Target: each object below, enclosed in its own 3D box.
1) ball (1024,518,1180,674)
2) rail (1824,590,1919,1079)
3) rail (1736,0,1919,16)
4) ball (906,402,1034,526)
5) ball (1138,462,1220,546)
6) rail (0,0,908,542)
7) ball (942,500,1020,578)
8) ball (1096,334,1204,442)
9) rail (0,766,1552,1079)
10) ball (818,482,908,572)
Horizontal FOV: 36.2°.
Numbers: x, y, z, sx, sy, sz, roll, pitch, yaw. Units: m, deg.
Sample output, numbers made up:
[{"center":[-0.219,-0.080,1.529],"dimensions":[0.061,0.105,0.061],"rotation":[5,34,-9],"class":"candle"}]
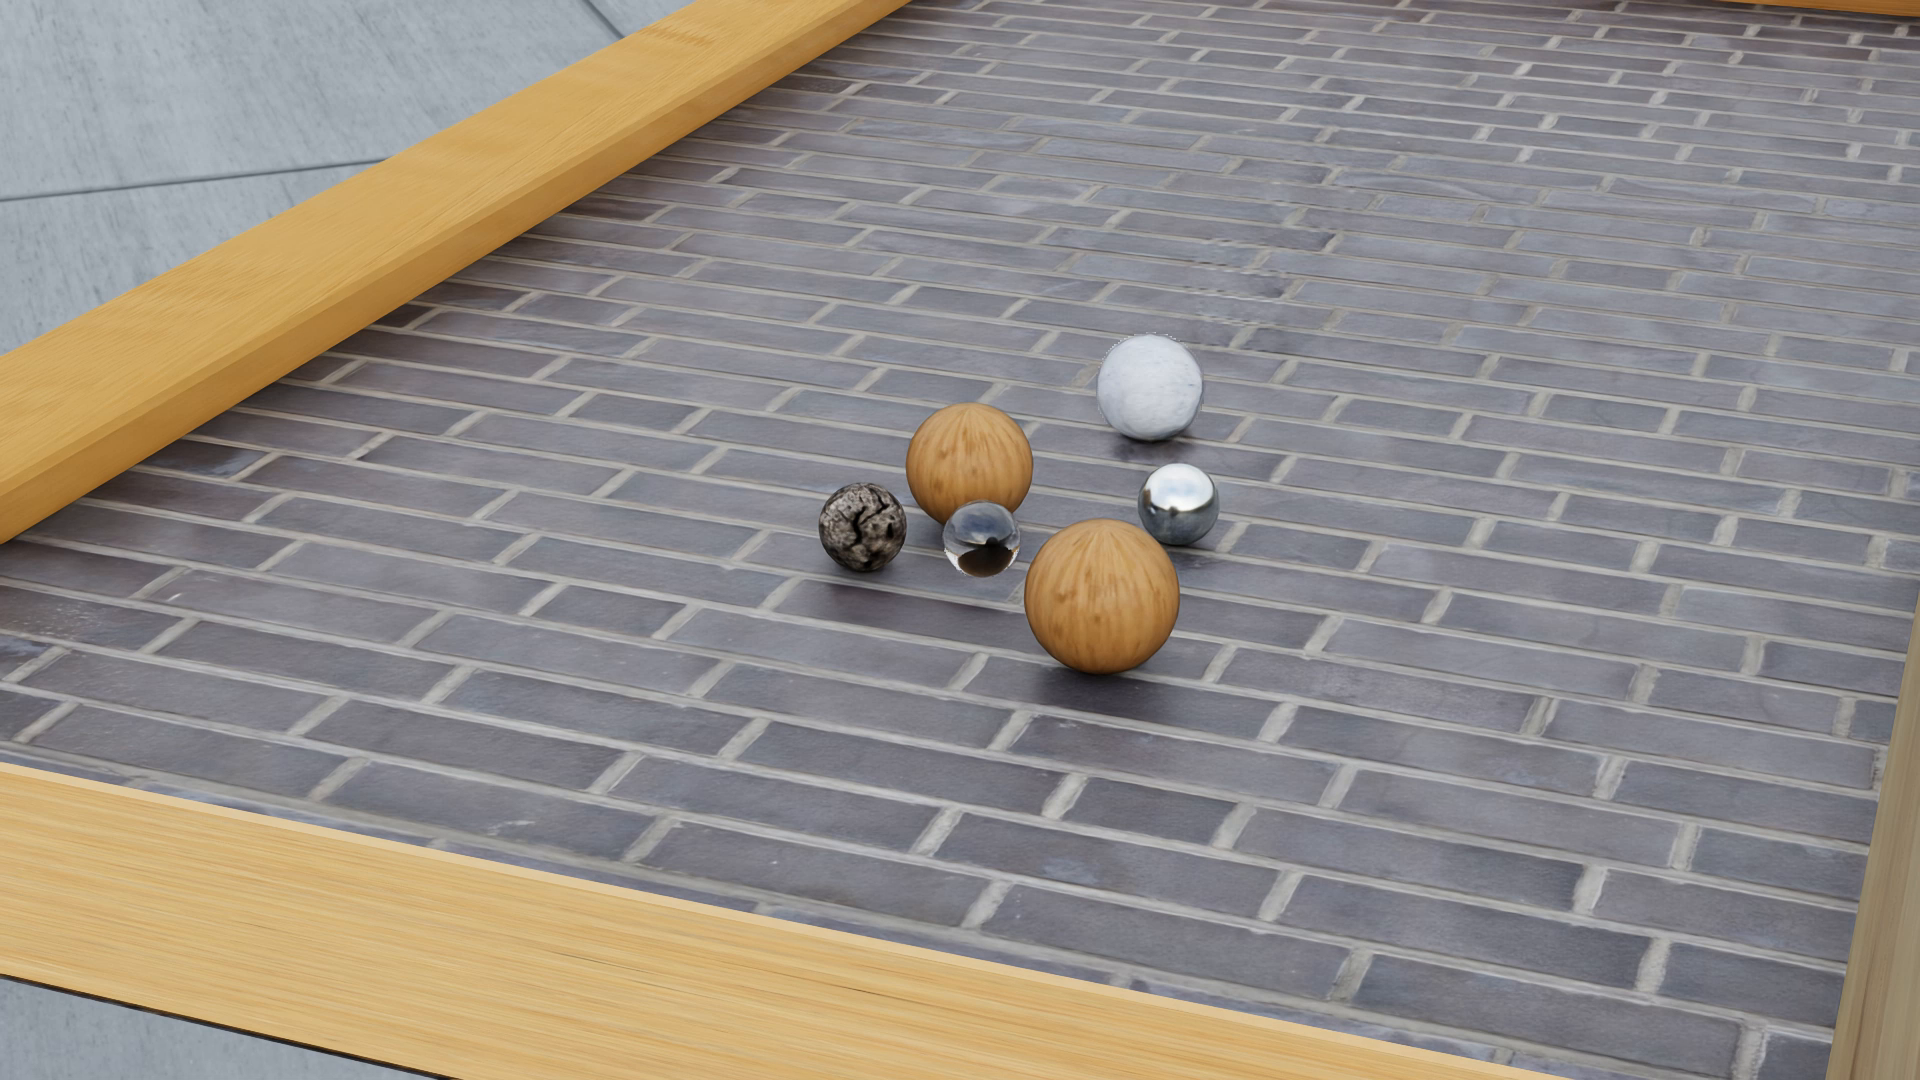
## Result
[{"center":[0.089,0.035,1.850],"dimensions":[0.099,0.099,0.099],"rotation":[0,24,0],"class":"ball"},{"center":[0.812,-0.175,2.289],"dimensions":[0.045,0.128,2.527],"rotation":[9,25,19],"class":"rail"},{"center":[0.663,-0.732,3.553],"dimensions":[1.304,0.128,0.045],"rotation":[9,25,19],"class":"rail"},{"center":[0.007,-0.052,2.059],"dimensions":[0.090,0.090,0.090],"rotation":[0,24,0],"class":"ball"},{"center":[0.152,-0.025,2.038],"dimensions":[0.058,0.058,0.058],"rotation":[0,24,0],"class":"ball"},{"center":[-0.364,-0.355,2.696],"dimensions":[0.045,0.128,2.527],"rotation":[9,25,19],"class":"rail"},{"center":[0.015,-0.001,1.990],"dimensions":[0.053,0.053,0.053],"rotation":[0,24,0],"class":"ball"},{"center":[0.143,-0.114,2.214],"dimensions":[0.080,0.080,0.080],"rotation":[0,24,0],"class":"ball"},{"center":[-0.216,0.203,1.432],"dimensions":[1.304,0.128,0.045],"rotation":[9,25,19],"class":"rail"},{"center":[-0.066,-0.009,1.998],"dimensions":[0.060,0.060,0.060],"rotation":[0,24,0],"class":"ball"}]
